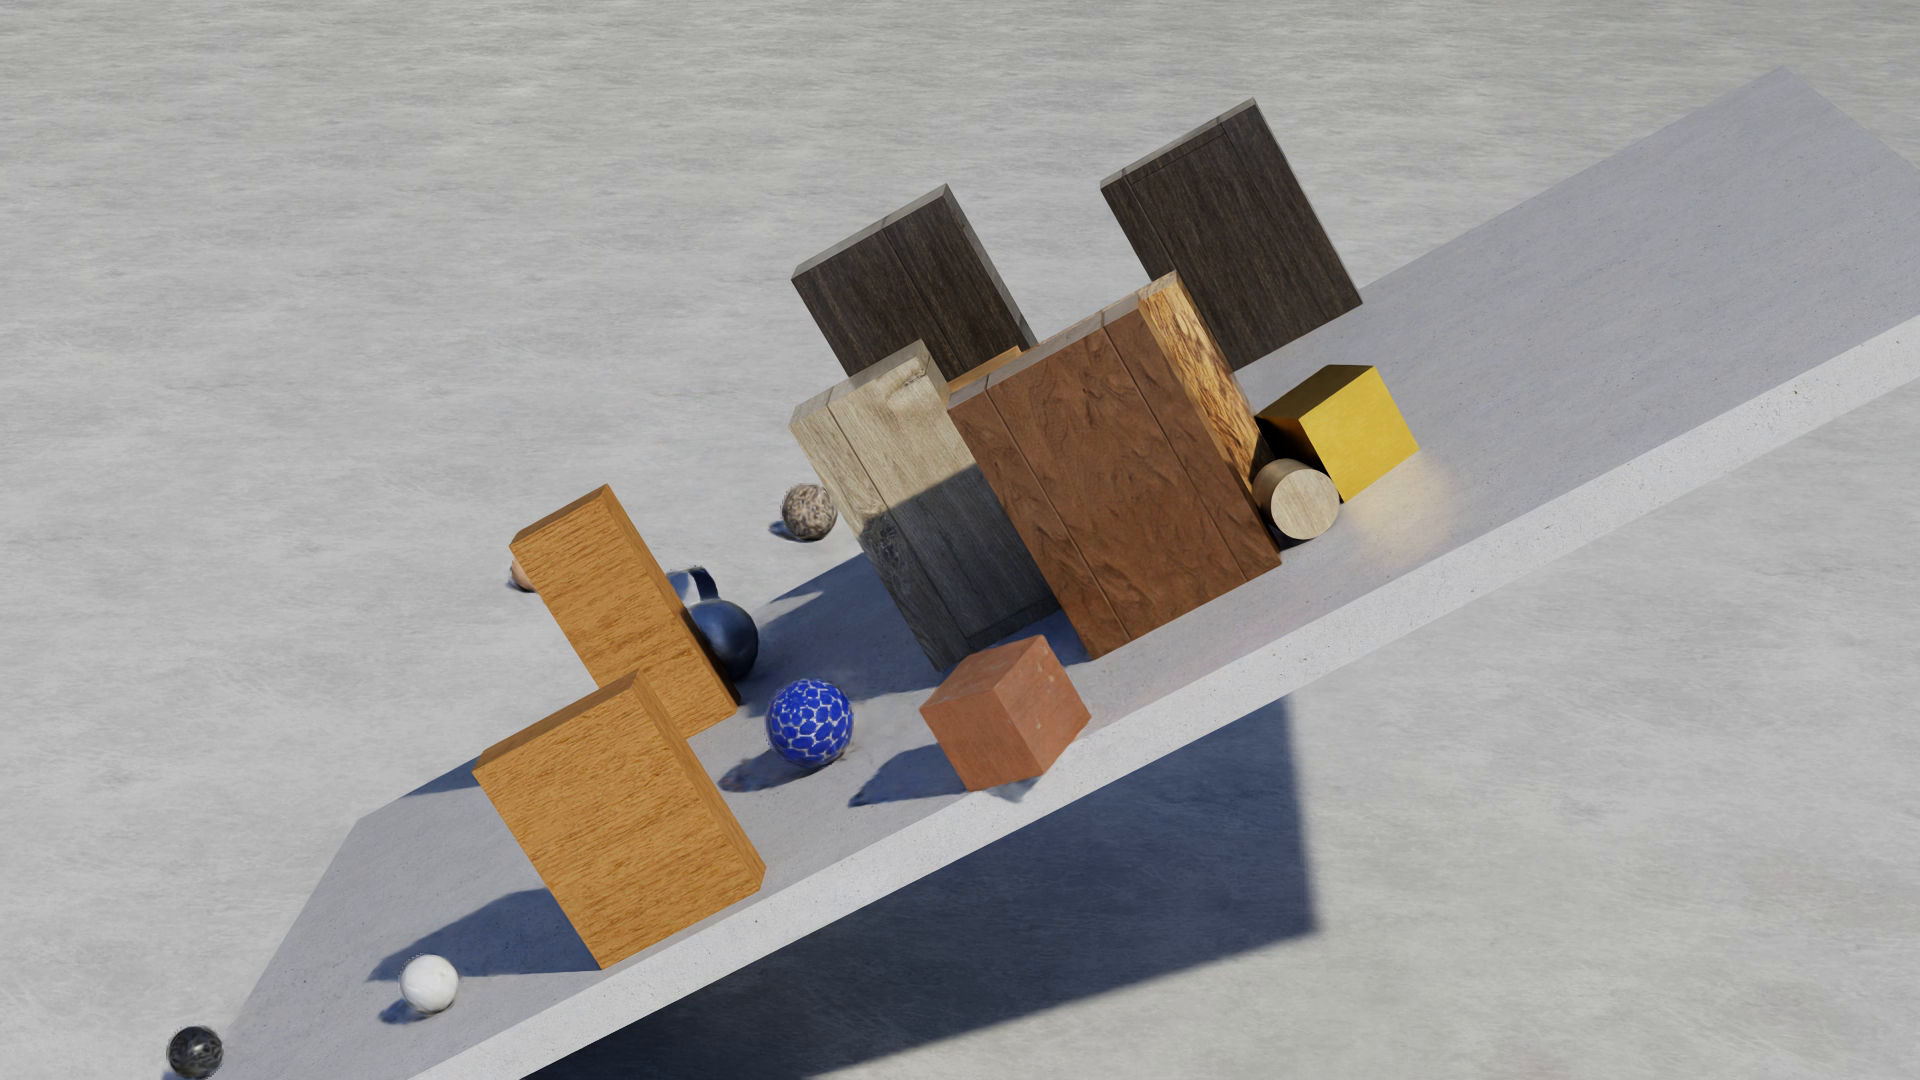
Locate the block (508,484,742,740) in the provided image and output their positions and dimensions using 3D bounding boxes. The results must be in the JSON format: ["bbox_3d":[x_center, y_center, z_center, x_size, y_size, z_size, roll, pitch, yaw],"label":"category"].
[{"bbox_3d":[-0.751,0.187,6.628,0.240,0.584,0.105,-28,15,12],"label":"block"}]

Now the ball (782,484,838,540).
[{"bbox_3d":[-0.514,-0.098,10.084,0.191,0.191,0.191,0,18,0],"label":"ball"}]

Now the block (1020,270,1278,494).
[{"bbox_3d":[0.398,-0.224,5.850,0.351,0.512,0.110,-28,15,12],"label":"block"}]

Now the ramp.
[{"bbox_3d":[0.142,0.168,6.284,4.000,0.100,2.000,-28,15,12],"label":"ramp"}]

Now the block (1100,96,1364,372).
[{"bbox_3d":[0.639,-0.701,6.921,0.408,0.539,0.099,-28,15,12],"label":"block"}]

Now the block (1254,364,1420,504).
[{"bbox_3d":[0.738,-0.211,5.769,0.192,0.192,0.192,-35,15,-15],"label":"block"}]

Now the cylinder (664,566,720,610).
[{"bbox_3d":[-0.887,0.195,9.186,0.196,0.196,0.196,-14,23,-36],"label":"cylinder"}]

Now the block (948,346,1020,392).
[{"bbox_3d":[0.050,-0.122,6.356,0.409,0.437,0.144,-28,15,12],"label":"block"}]

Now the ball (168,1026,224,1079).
[{"bbox_3d":[-1.634,1.095,6.284,0.115,0.115,0.115,0,18,0],"label":"ball"}]

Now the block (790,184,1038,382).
[{"bbox_3d":[-0.017,-0.378,6.704,0.394,0.759,0.140,-28,15,12],"label":"block"}]

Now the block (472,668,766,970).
[{"bbox_3d":[-0.635,0.524,5.506,0.348,0.460,0.105,-28,15,12],"label":"block"}]

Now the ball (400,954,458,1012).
[{"bbox_3d":[-1.054,0.881,5.842,0.115,0.115,0.115,0,18,0],"label":"ball"}]

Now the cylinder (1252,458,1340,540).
[{"bbox_3d":[0.642,-0.080,5.637,0.135,0.135,0.135,-3,11,-10],"label":"cylinder"}]

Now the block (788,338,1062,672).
[{"bbox_3d":[-0.063,-0.069,6.062,0.300,0.607,0.148,-28,15,12],"label":"block"}]

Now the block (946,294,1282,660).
[{"bbox_3d":[0.295,-0.116,5.581,0.407,0.567,0.120,-28,15,12],"label":"block"}]

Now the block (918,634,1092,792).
[{"bbox_3d":[0.083,0.314,5.329,0.185,0.185,0.185,-18,19,41],"label":"block"}]

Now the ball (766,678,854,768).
[{"bbox_3d":[-0.303,0.369,5.933,0.179,0.179,0.179,0,18,0],"label":"ball"}]

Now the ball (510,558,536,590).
[{"bbox_3d":[-1.392,0.094,9.584,0.142,0.142,0.142,0,18,0],"label":"ball"}]

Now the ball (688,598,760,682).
[{"bbox_3d":[-0.571,0.239,6.860,0.204,0.204,0.204,0,18,0],"label":"ball"}]
